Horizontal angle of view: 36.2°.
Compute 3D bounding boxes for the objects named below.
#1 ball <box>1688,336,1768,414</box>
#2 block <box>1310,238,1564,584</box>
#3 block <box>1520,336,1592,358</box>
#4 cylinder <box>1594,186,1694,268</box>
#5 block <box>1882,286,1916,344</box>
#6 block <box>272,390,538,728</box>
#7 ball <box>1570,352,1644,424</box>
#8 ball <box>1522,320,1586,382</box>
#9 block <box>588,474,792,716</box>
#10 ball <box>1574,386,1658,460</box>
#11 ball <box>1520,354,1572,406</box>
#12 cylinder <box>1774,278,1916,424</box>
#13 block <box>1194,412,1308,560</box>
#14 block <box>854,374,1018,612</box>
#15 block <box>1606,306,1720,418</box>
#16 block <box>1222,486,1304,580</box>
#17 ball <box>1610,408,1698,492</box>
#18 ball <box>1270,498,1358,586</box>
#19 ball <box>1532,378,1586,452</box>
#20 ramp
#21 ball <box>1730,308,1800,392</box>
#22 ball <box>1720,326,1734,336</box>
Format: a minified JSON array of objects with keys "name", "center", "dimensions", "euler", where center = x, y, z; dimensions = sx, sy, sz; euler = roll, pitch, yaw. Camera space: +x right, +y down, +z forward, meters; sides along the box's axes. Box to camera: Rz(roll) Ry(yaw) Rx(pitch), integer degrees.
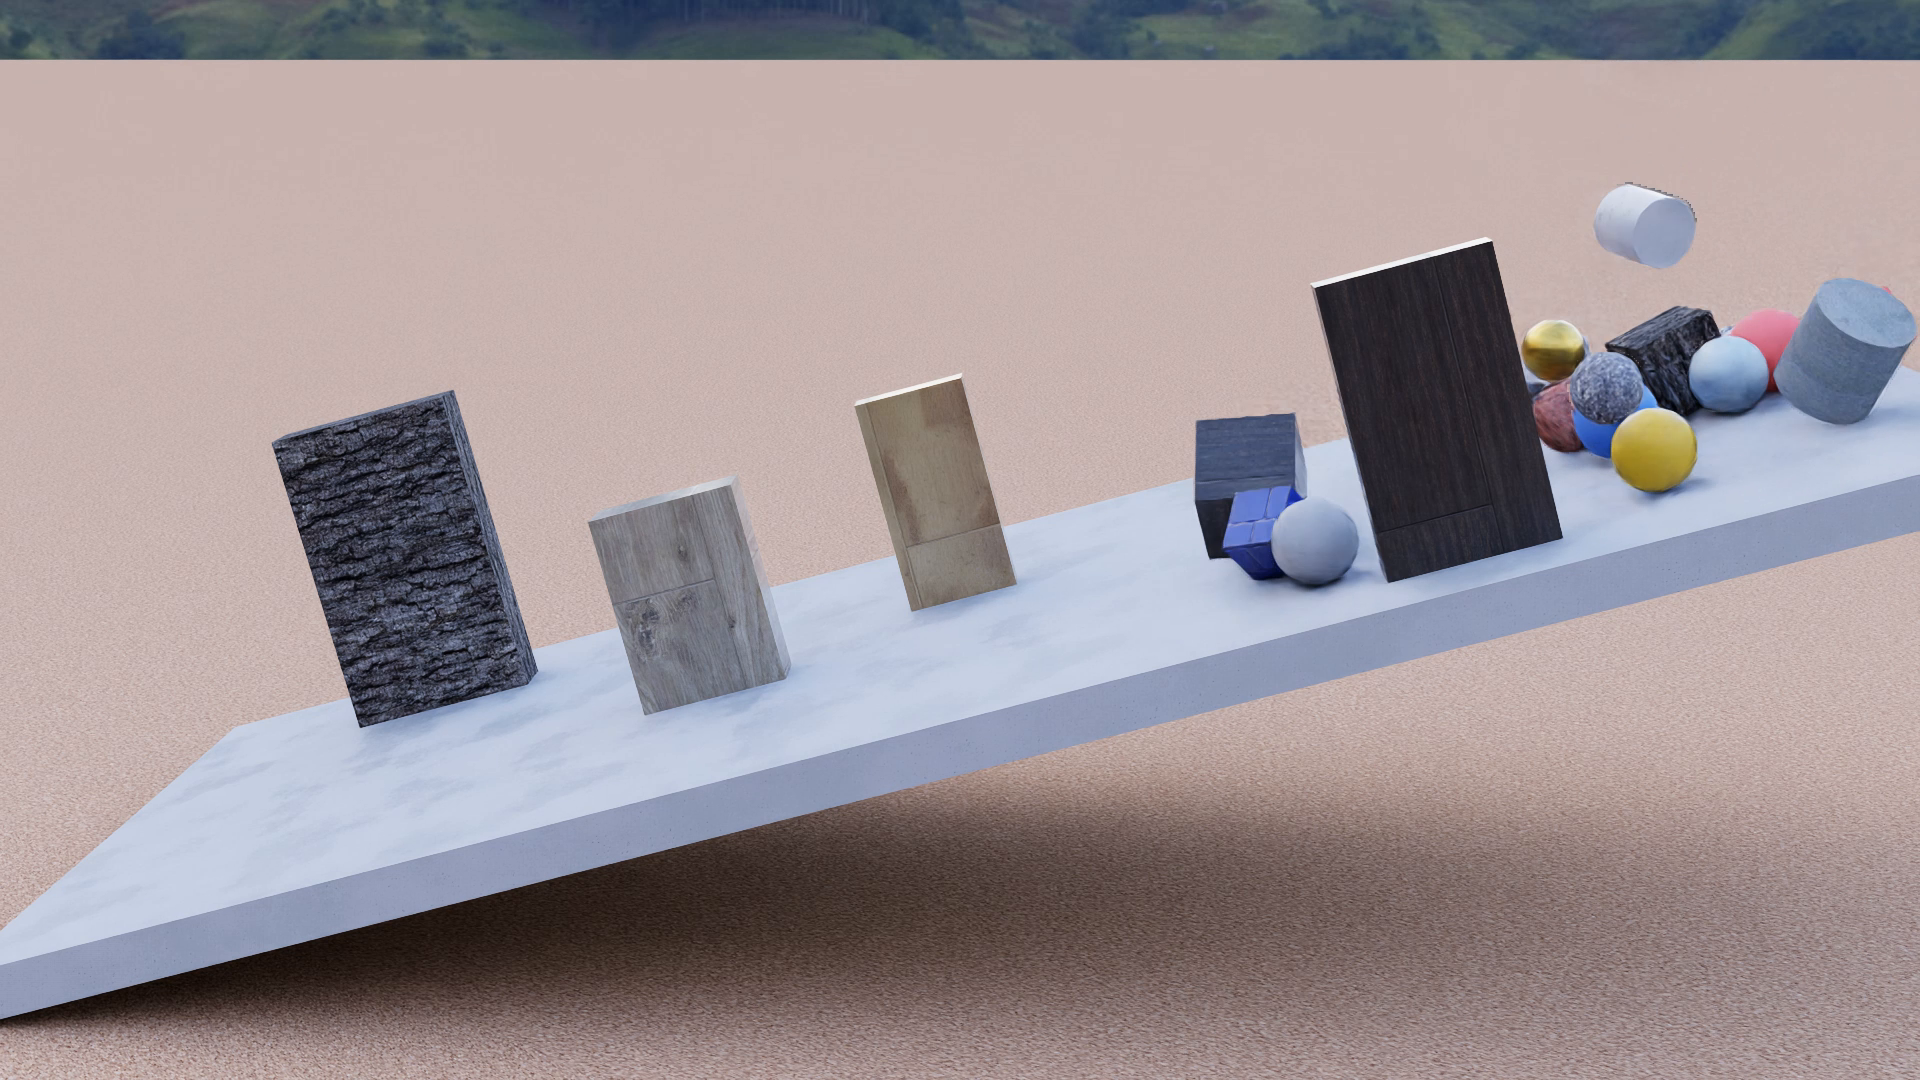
[{"name":"ball","center":[1.620,-0.347,6.202],"dimensions":[0.165,0.165,0.165],"euler":[0,10,0]},{"name":"block","center":[0.889,-0.241,5.483],"dimensions":[0.334,0.572,0.085],"euler":[-15,9,4]},{"name":"block","center":[1.398,-0.389,6.910],"dimensions":[0.135,0.135,0.135],"euler":[-8,12,40]},{"name":"cylinder","center":[1.403,-0.643,6.034],"dimensions":[0.146,0.146,0.146],"euler":[-4,18,-20]},{"name":"block","center":[1.892,-0.431,6.163],"dimensions":[0.128,0.128,0.128],"euler":[-15,-23,-17]},{"name":"block","center":[-1.306,0.044,6.946],"dimensions":[0.415,0.704,0.148],"euler":[-15,9,4]},{"name":"ball","center":[1.299,-0.306,5.906],"dimensions":[0.146,0.146,0.146],"euler":[0,10,0]},{"name":"ball","center":[1.268,-0.405,6.290],"dimensions":[0.134,0.134,0.134],"euler":[0,10,0]},{"name":"block","center":[-0.566,0.115,6.192],"dimensions":[0.309,0.425,0.141],"euler":[-15,9,4]},{"name":"ball","center":[1.350,-0.252,6.049],"dimensions":[0.173,0.173,0.173],"euler":[0,10,0]},{"name":"ball","center":[1.281,-0.325,6.552],"dimensions":[0.187,0.187,0.187],"euler":[0,10,0]},{"name":"cylinder","center":[1.734,-0.370,5.768],"dimensions":[0.203,0.203,0.203],"euler":[9,43,-9]},{"name":"block","center":[0.593,-0.108,5.977],"dimensions":[0.202,0.202,0.202],"euler":[-4,53,12]},{"name":"block","center":[-0.051,-0.105,6.509],"dimensions":[0.242,0.475,0.086],"euler":[-15,9,4]},{"name":"block","center":[1.543,-0.380,6.363],"dimensions":[0.181,0.181,0.181],"euler":[-28,11,-5]},{"name":"block","center":[0.616,-0.013,5.800],"dimensions":[0.128,0.128,0.128],"euler":[-8,-37,37]},{"name":"ball","center":[1.330,-0.172,5.636],"dimensions":[0.164,0.164,0.164],"euler":[0,10,0]},{"name":"ball","center":[0.679,0.003,5.637],"dimensions":[0.168,0.168,0.168],"euler":[0,10,0]},{"name":"ball","center":[1.297,-0.265,6.265],"dimensions":[0.157,0.157,0.157],"euler":[0,10,0]},{"name":"ramp","center":[0.079,0.191,6.330],"dimensions":[4.000,0.100,2.000],"euler":[-15,9,4]},{"name":"ball","center":[1.739,-0.407,6.319],"dimensions":[0.181,0.181,0.181],"euler":[0,10,0]},{"name":"ball","center":[1.729,-0.417,6.578],"dimensions":[0.123,0.123,0.123],"euler":[0,10,0]}]
